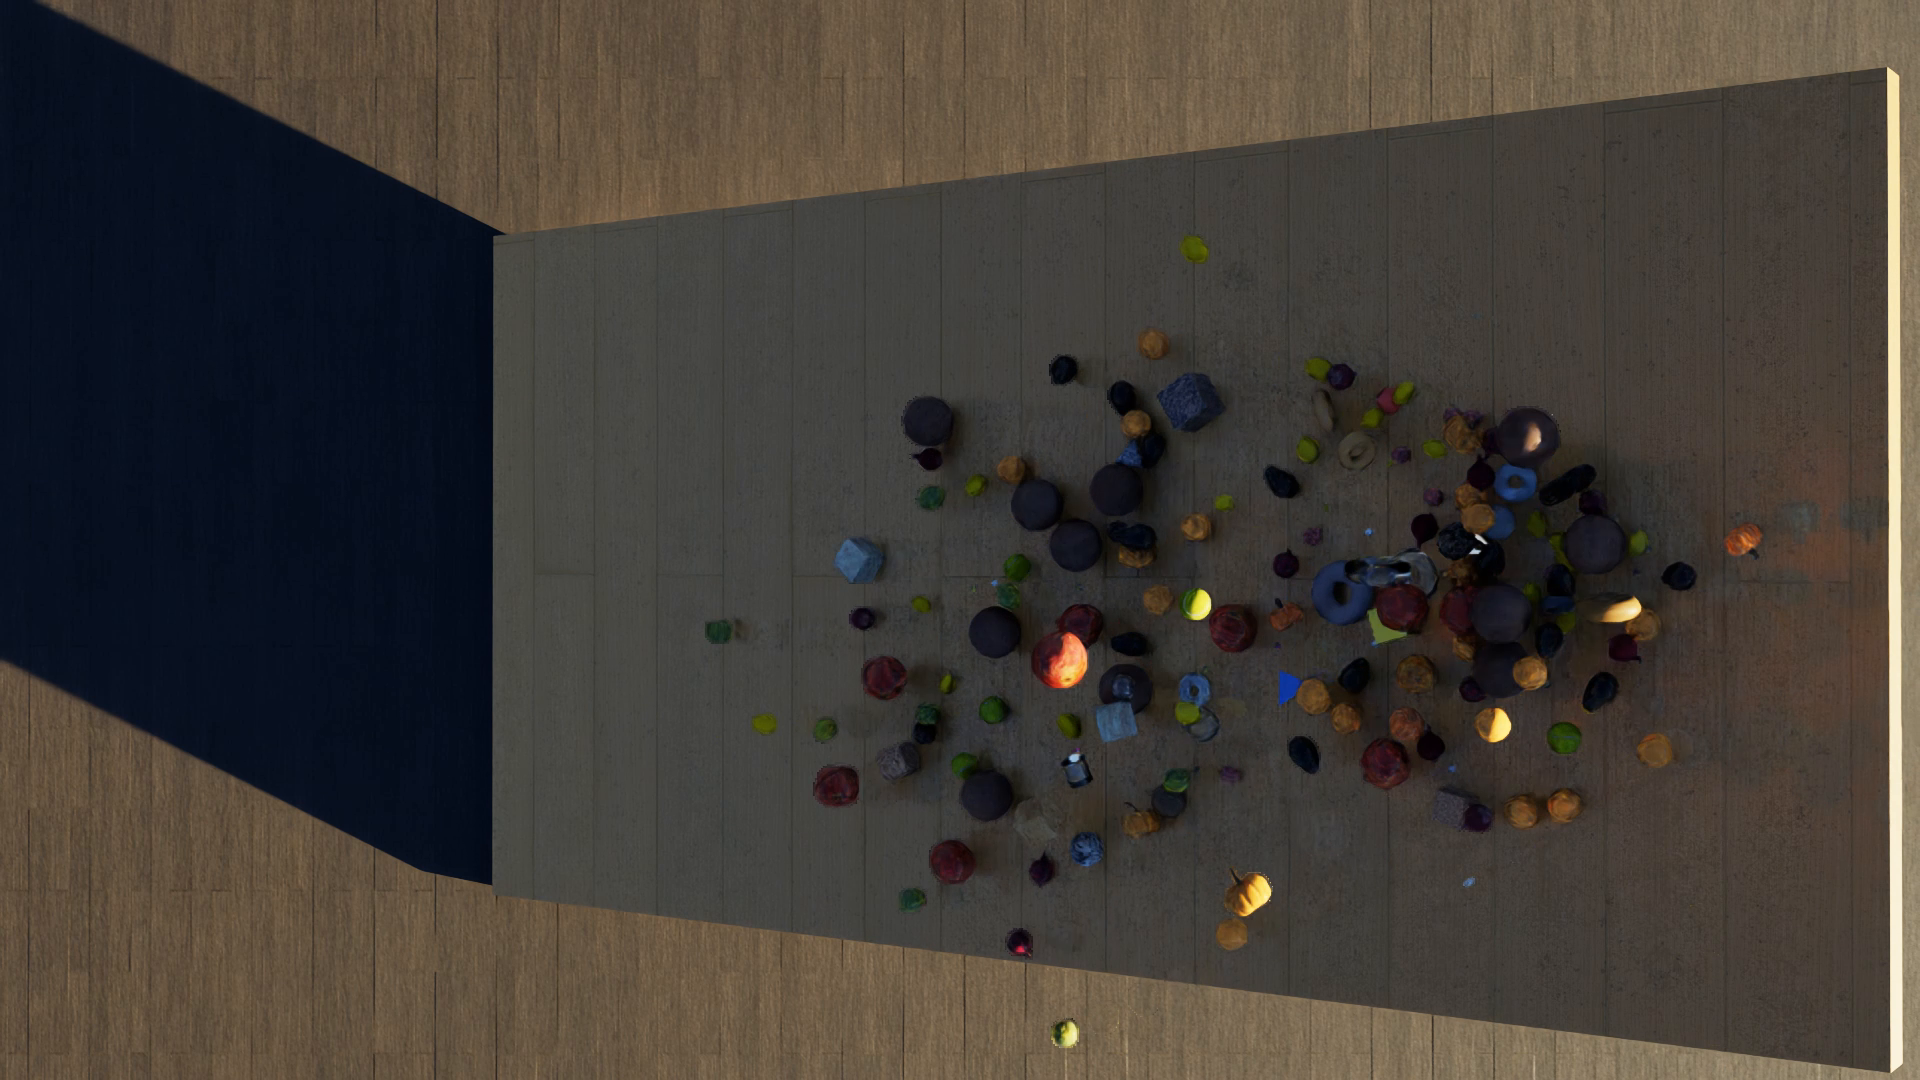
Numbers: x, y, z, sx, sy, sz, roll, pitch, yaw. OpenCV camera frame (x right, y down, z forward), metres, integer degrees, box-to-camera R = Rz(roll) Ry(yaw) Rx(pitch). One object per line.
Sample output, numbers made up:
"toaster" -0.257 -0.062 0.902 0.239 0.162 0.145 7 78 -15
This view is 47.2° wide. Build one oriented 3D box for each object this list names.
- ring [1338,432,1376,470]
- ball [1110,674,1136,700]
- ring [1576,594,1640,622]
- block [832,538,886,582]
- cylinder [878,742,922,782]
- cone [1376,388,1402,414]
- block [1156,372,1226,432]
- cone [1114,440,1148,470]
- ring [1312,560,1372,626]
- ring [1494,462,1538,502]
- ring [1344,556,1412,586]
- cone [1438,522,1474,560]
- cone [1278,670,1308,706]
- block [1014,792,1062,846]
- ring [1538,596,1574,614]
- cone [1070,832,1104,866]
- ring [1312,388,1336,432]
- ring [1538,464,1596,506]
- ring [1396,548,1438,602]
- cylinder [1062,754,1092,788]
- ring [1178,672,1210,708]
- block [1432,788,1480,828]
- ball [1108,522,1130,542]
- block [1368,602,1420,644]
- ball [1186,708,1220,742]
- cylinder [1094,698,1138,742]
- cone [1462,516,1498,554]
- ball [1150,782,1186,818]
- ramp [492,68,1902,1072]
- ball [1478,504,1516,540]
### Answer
"ring" 0.890 -0.199 4.933 0.094 0.031 0.094 -6 115 -13
"ball" 0.388 0.348 5.221 0.060 0.060 0.060 0 90 0
"ring" 1.331 0.139 4.519 0.130 0.130 0.043 -3 99 0
"block" -0.266 0.053 5.815 0.084 0.084 0.084 42 112 28
"cylinder" -0.156 0.578 5.728 0.082 0.082 0.082 -28 90 30
"cone" 0.956 -0.315 4.968 0.062 0.062 0.062 0 89 35
"block" 0.550 -0.327 5.232 0.099 0.099 0.099 -37 70 29
"cone" 0.430 -0.193 5.354 0.078 0.078 0.078 38 90 0
"ring" 0.874 0.122 5.029 0.150 0.050 0.150 1 91 36
"ring" 1.209 -0.126 4.787 0.094 0.031 0.094 6 115 13
"ring" 0.913 0.068 4.804 0.145 0.145 0.048 1 101 0
"cone" 1.086 0.012 4.763 0.083 0.083 0.083 -1 104 -3
"cone" 0.750 0.349 5.051 0.077 0.077 0.077 27 90 0
"block" 0.190 0.684 5.374 0.079 0.079 0.079 -27 119 28
"ring" 1.273 0.138 4.695 0.075 0.075 0.025 4 72 0
"cone" 0.300 0.749 5.390 0.086 0.086 0.086 -6 70 17
"ring" 0.830 -0.295 5.014 0.034 0.103 0.103 -11 90 26
"ring" 1.294 -0.117 4.685 0.131 0.131 0.044 -31 88 0
"ring" 1.016 0.079 4.916 0.041 0.123 0.123 -18 89 -35
"cylinder" 0.284 0.560 5.338 0.060 0.060 0.060 -21 107 0
"ring" 0.562 0.361 5.261 0.086 0.029 0.086 2 94 38
"block" 1.094 0.591 4.855 0.069 0.069 0.069 17 99 38
"ball" 0.384 -0.020 5.337 0.052 0.052 0.052 0 90 0
"block" 0.975 0.186 4.941 0.077 0.077 0.077 -20 78 33
"ball" 0.577 0.438 5.218 0.081 0.081 0.081 0 90 0
"cylinder" 0.371 0.429 5.225 0.086 0.086 0.086 -15 90 4
"cone" 1.137 0.010 4.835 0.096 0.096 0.096 25 90 16
"ball" 0.500 0.625 5.268 0.086 0.086 0.086 0 90 0
"ramp" 0.243 0.067 5.567 4.000 0.100 2.000 0 89 35
"ball" 1.172 -0.038 4.802 0.080 0.080 0.080 0 90 0
